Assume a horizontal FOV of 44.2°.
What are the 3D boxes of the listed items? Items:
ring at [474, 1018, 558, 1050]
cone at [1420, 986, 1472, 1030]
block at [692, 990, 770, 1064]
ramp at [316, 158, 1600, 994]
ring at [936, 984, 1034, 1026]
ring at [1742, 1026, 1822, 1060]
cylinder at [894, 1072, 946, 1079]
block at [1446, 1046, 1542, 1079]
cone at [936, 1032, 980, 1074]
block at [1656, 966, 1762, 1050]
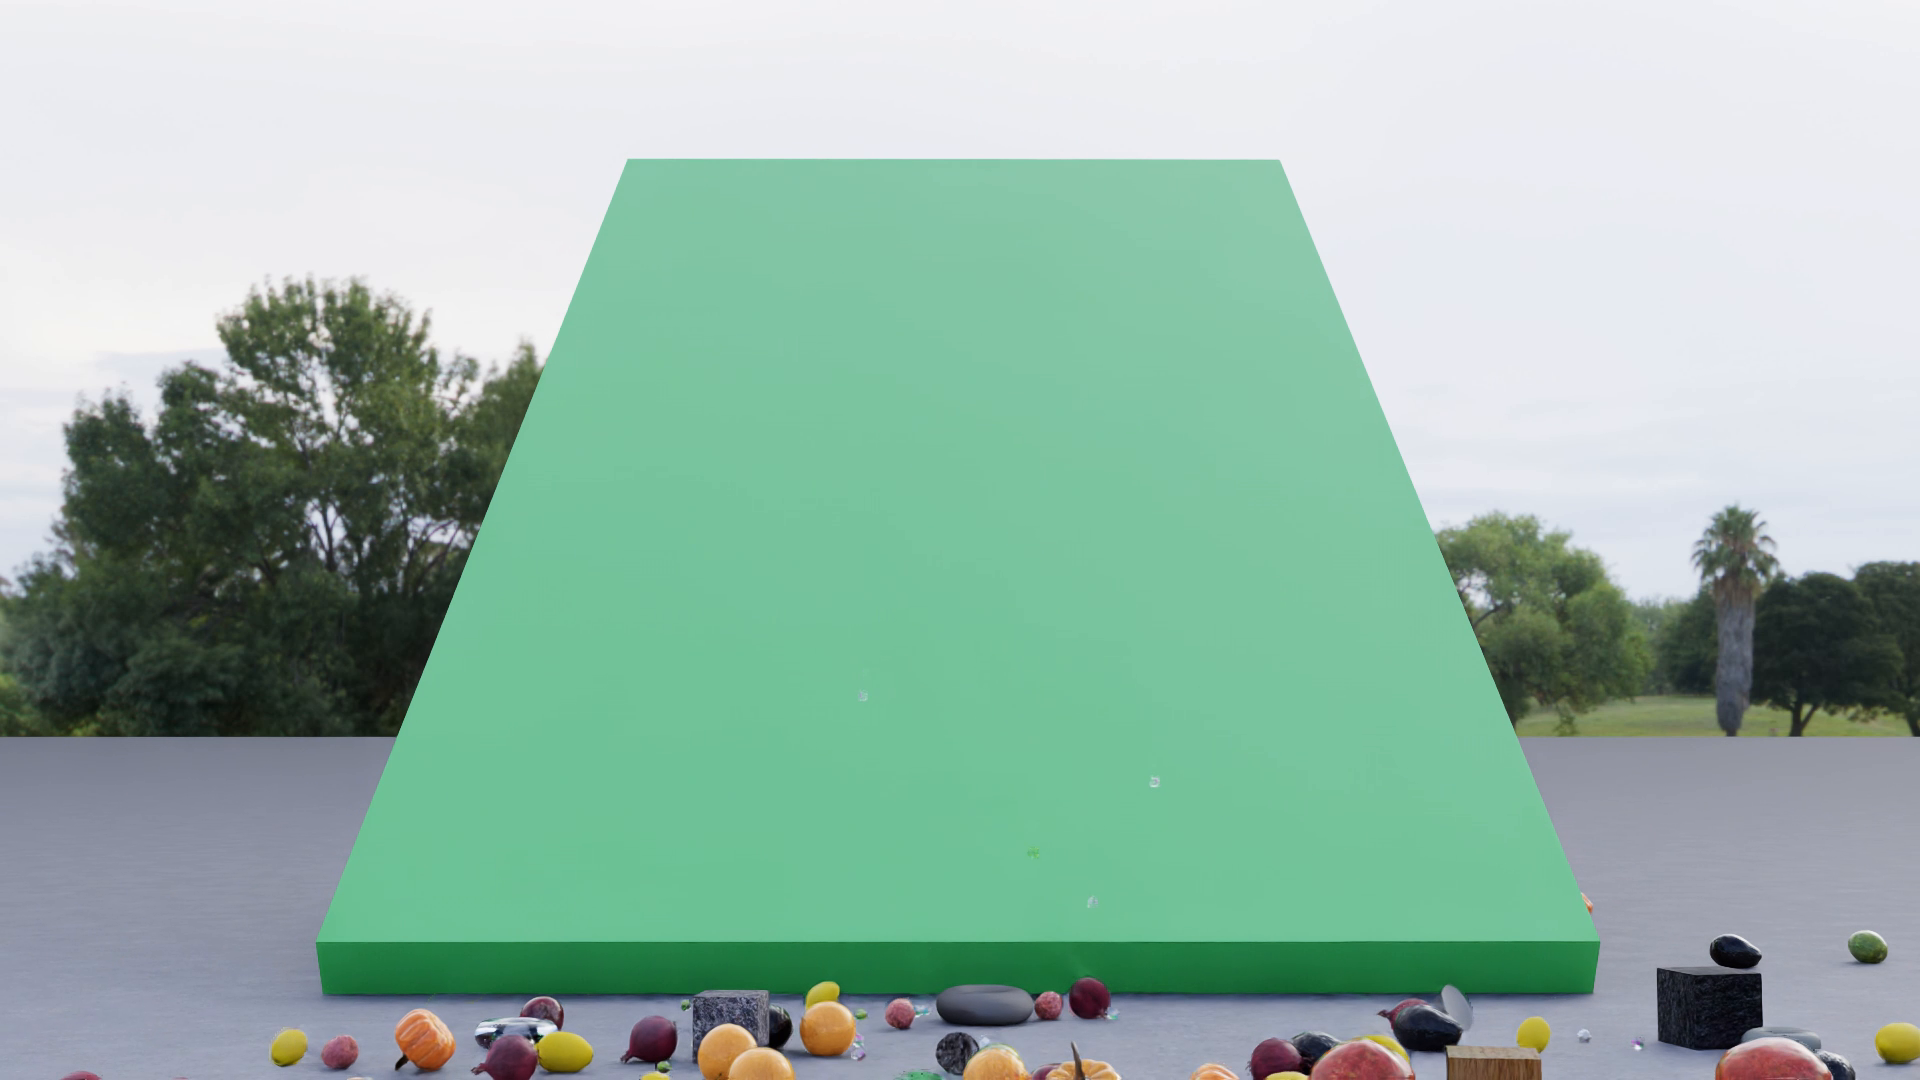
[{"bbox_3d":[-0.580,0.645,3.092,0.108,0.036,0.108,0,-6,0],"label":"ring"},{"bbox_3d":[0.665,0.664,3.293,0.067,0.067,0.067,-35,-25,32],"label":"cone"},{"bbox_3d":[-0.288,0.613,2.980,0.082,0.082,0.082,0,-5,5],"label":"block"},{"bbox_3d":[-0.010,-0.227,5.491,2.000,0.100,4.000,0,27,0],"label":"ramp"},{"bbox_3d":[0.035,0.663,3.371,0.139,0.046,0.139,1,-3,0],"label":"ring"},{"bbox_3d":[1.046,0.641,3.014,0.097,0.032,0.097,-1,-4,0],"label":"ring"},{"bbox_3d":[-0.026,0.540,2.158,0.096,0.096,0.096,1,-5,-15],"label":"cylinder"},{"bbox_3d":[0.537,0.561,2.380,0.090,0.090,0.090,-1,-5,10],"label":"block"},{"bbox_3d":[-0.003,0.634,2.883,0.053,0.053,0.053,0,-31,-1],"label":"cone"},{"bbox_3d":[0.989,0.617,3.124,0.097,0.097,0.097,1,-5,-13],"label":"block"}]
